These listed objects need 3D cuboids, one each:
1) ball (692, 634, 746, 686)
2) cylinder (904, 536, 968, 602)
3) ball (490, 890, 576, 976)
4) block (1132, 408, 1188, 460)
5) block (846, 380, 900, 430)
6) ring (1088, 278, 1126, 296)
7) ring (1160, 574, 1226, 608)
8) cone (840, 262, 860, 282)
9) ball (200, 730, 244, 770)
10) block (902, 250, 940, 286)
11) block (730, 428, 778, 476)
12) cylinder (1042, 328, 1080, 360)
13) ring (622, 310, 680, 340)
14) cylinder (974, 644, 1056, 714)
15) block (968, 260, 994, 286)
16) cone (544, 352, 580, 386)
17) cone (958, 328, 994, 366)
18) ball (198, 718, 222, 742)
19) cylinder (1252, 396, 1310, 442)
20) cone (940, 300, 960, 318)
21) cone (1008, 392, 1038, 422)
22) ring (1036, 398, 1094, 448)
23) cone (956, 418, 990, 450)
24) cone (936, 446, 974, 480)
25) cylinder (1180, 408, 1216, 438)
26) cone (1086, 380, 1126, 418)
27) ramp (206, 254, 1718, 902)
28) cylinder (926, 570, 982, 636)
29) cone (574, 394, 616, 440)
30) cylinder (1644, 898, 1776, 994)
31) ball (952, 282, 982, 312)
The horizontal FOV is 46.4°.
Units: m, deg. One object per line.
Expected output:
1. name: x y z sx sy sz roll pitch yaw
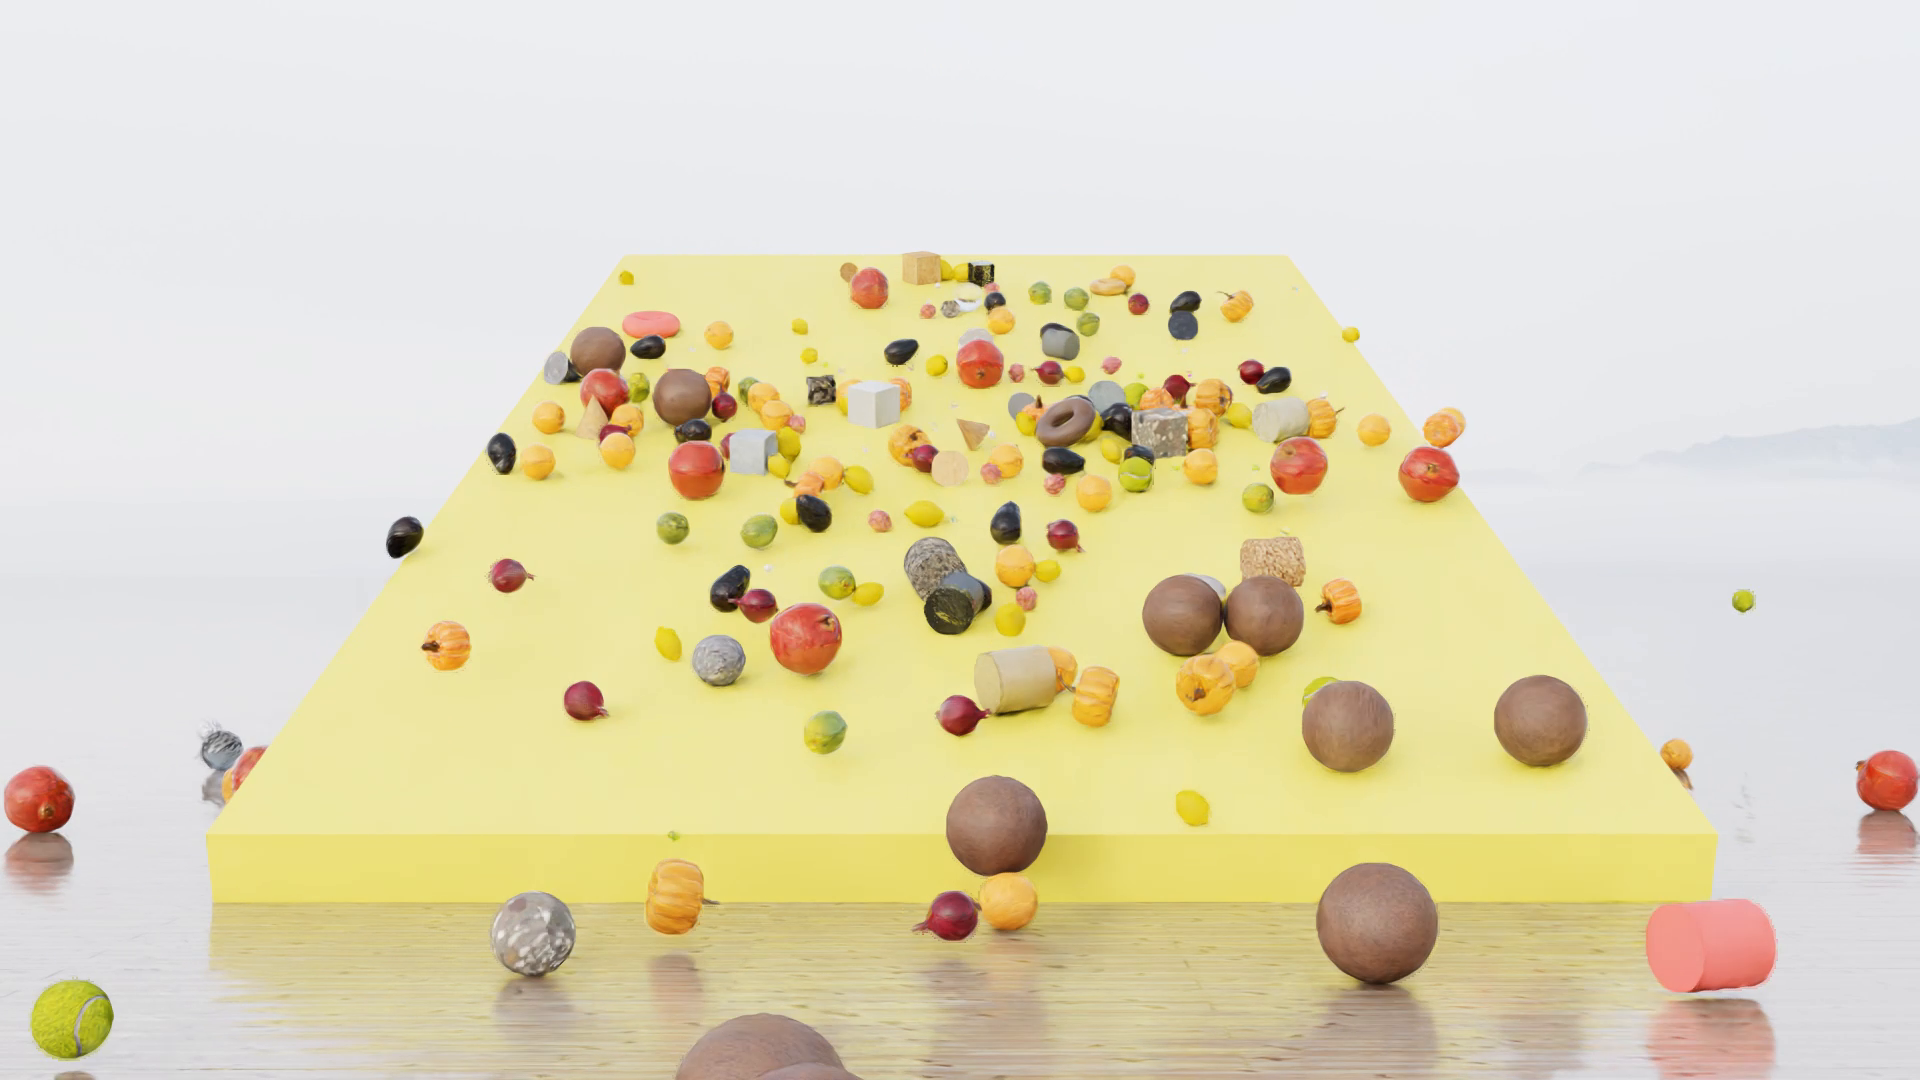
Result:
1. ball: -0.371 0.185 3.449 0.081 0.081 0.081 0 -1 0
2. cylinder: -0.041 0.053 3.831 0.094 0.094 0.094 0 18 -12
3. ball: -0.467 0.430 2.450 0.092 0.092 0.092 0 -1 0
4. block: 0.417 -0.223 4.687 0.084 0.084 0.084 -9 20 -24
5. block: -0.189 -0.298 4.915 0.083 0.083 0.083 15 23 38
6. ring: 0.410 -0.704 6.232 0.103 0.034 0.103 -1 18 0
7. ring: 0.398 0.087 3.820 0.112 0.037 0.112 1 17 0
8. cone: -0.327 -0.755 6.393 0.059 0.059 0.059 0 -17 -30
9. ball: -1.632 0.465 4.956 0.090 0.090 0.090 0 -1 0
10. block: -0.109 -0.773 6.366 0.079 0.079 0.079 -11 21 -31
11. block: -0.421 -0.180 4.568 0.075 0.075 0.075 5 19 14
12. cylinder: 0.248 -0.479 5.488 0.069 0.069 0.069 14 8 36
13. ring: -0.791 -0.550 5.734 0.150 0.050 0.150 1 19 0
14. cylinder: 0.082 0.208 3.352 0.093 0.093 0.093 -6 2 -24
15. block: 0.060 -0.754 6.340 0.060 0.060 0.060 -6 19 -17
16. cone: -0.921 -0.393 5.273 0.083 0.083 0.083 -1 -13 37
17. cone: 0.053 -0.462 5.478 0.095 0.095 0.095 0 -10 18
18. ball: -1.922 0.489 5.742 0.063 0.063 0.063 0 -1 0
19. cylinder: 0.686 -0.258 4.790 0.086 0.086 0.086 -12 6 -32
20. cone: -0.025 -0.607 5.950 0.051 0.051 0.051 0 -8 2
21. cone: 0.135 -0.289 4.972 0.067 0.067 0.067 0 -8 -4
22. ring: 0.224 -0.248 4.745 0.137 0.137 0.046 -1 -44 43
23. cone: 0.015 -0.236 4.703 0.068 0.068 0.068 38 -13 -16
24. cone: -0.018 -0.137 4.505 0.076 0.076 0.076 0 -31 -15
25. cylinder: 0.506 -0.250 4.809 0.060 0.060 0.060 -8 3 -24
26. cone: 0.320 -0.305 5.007 0.088 0.088 0.088 0 -9 -6
27. ramp: -0.004 -0.189 4.876 2.000 0.100 4.000 0 18 0
28. cylinder: -0.009 0.104 3.692 0.083 0.083 0.083 0 23 10
29. cone: -0.787 -0.272 4.821 0.091 0.091 0.091 0 18 0
30. cylinder: 0.784 0.424 2.342 0.092 0.092 0.092 0 -1 -23
31. ball: 0.019 -0.650 5.989 0.081 0.081 0.081 0 -1 0
